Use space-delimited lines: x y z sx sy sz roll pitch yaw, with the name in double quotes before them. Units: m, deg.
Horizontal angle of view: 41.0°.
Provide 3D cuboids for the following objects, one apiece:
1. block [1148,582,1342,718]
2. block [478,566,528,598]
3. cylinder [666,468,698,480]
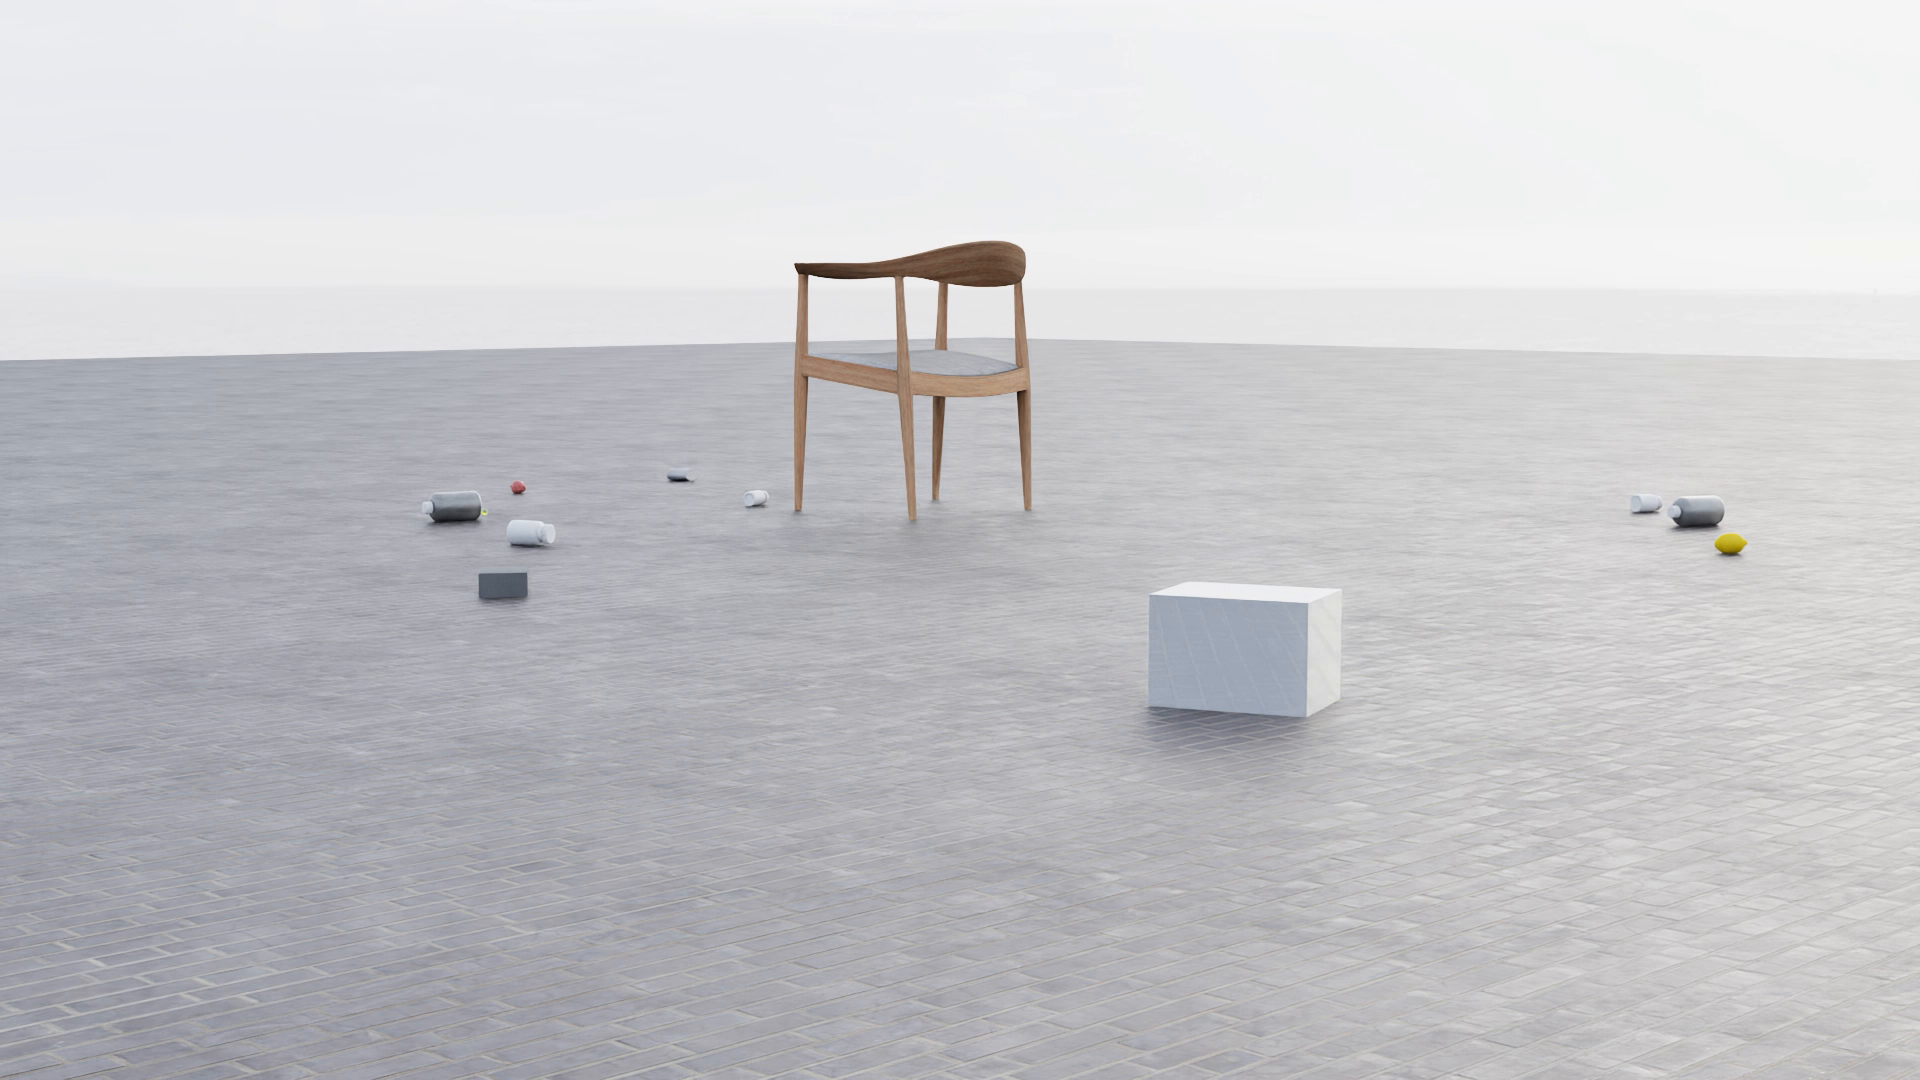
"block" 0.441 0.166 3.960 0.251 0.173 0.181 3 6 24
"block" -0.948 0.087 5.328 0.099 0.050 0.121 -1 6 -9
"cylinder" -0.897 -0.213 8.283 0.071 0.039 0.076 3 7 25
